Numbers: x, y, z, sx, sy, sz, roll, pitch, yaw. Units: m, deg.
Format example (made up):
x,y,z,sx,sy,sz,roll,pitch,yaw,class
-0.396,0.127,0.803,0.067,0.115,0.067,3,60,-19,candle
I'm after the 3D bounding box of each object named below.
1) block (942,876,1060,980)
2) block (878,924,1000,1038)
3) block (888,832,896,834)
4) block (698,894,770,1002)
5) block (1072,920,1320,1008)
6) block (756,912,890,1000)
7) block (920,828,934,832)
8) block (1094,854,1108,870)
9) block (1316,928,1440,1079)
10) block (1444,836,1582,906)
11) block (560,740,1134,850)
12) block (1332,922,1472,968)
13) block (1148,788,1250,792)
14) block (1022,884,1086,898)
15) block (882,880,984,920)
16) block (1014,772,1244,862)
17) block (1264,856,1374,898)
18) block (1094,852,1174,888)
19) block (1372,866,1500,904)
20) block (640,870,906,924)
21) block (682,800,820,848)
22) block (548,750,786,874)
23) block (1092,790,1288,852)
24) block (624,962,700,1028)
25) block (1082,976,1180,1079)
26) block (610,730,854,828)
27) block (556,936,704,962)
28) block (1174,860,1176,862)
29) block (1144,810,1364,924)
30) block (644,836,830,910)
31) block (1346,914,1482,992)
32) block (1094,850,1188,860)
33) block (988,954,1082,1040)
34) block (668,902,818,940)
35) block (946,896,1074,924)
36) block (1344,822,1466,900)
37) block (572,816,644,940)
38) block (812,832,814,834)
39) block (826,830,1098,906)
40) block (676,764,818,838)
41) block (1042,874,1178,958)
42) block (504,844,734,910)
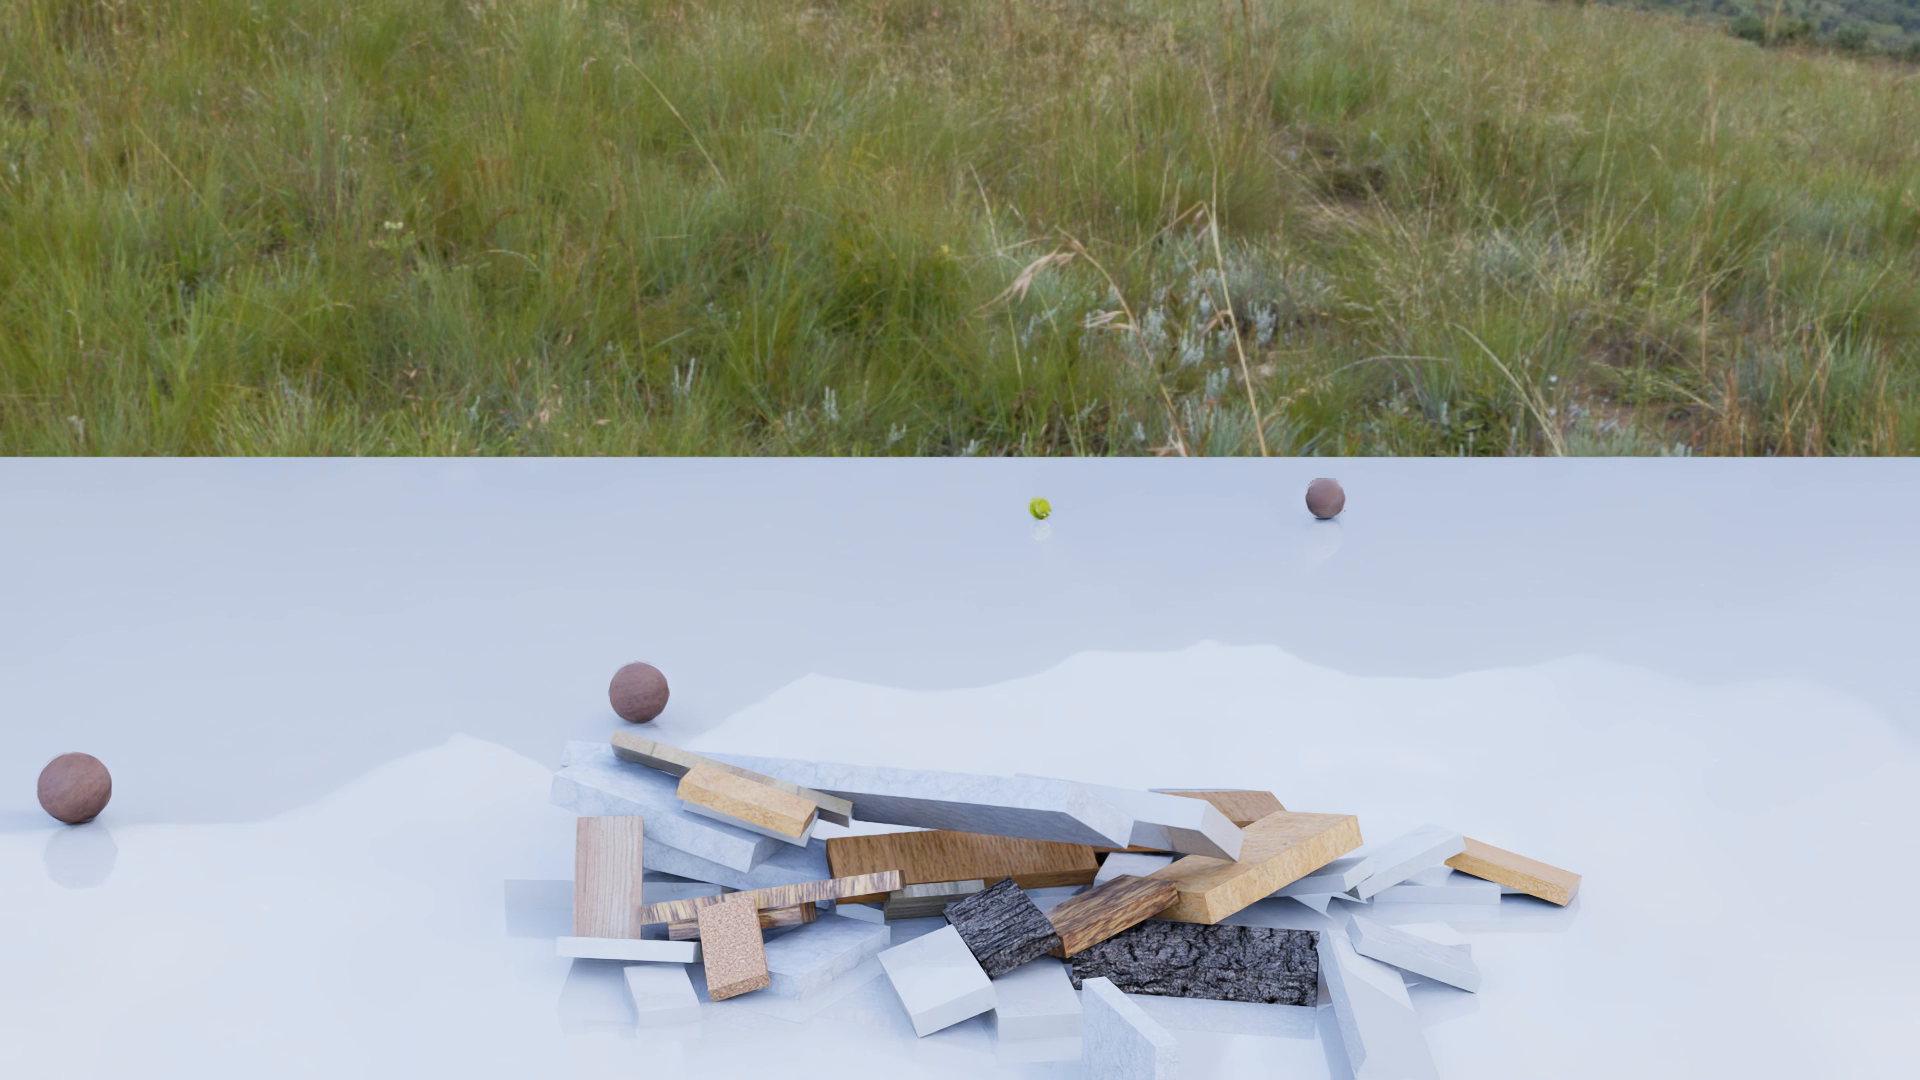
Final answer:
x,y,z,sx,sy,sz,roll,pitch,yaw,class
0.060,0.583,3.315,0.118,0.034,0.237,-25,14,-9,block
-0.035,0.640,3.207,0.123,0.035,0.246,-20,14,-9,block
-0.024,0.525,3.702,0.184,0.026,0.092,0,24,-14,block
-0.338,0.606,3.277,0.087,0.025,0.175,-17,35,-2,block
0.358,0.632,3.307,0.356,0.050,0.178,2,11,10,block
-0.224,0.631,3.350,0.123,0.035,0.247,6,12,30,block
0.007,0.542,3.735,0.092,0.026,0.184,-4,26,-23,block
0.203,0.548,3.818,0.101,0.029,0.202,-3,11,-14,block
0.580,0.662,3.058,0.117,0.033,0.464,27,11,-2,block
0.923,0.551,3.671,0.206,0.029,0.103,17,12,25,block
-0.234,0.423,3.722,1.184,0.048,0.169,-1,-25,41,block
0.675,0.627,3.395,0.198,0.028,0.099,-2,11,-13,block
0.456,0.478,4.087,0.190,0.027,0.095,3,-4,-20,block
0.098,0.537,3.651,0.229,0.022,0.077,31,39,32,block
-0.042,0.579,3.535,0.154,0.077,0.022,-2,55,-12,block
0.264,0.441,3.505,0.337,0.048,0.169,5,-21,31,block
0.570,0.556,3.618,0.198,0.028,0.099,-12,3,38,block
0.289,0.554,3.646,0.101,0.029,0.202,12,12,12,block
0.788,0.575,3.669,0.206,0.029,0.103,1,11,3,block
-0.291,0.560,3.450,0.407,0.030,0.104,-8,-9,3,block
-0.340,0.441,3.592,0.209,0.030,0.104,17,12,2,block
-0.475,0.444,3.618,0.357,0.051,0.179,17,11,12,block
0.377,0.484,3.791,0.363,0.050,0.178,0,10,-6,block
-0.436,0.663,3.210,0.087,0.025,0.175,-3,11,-16,block
0.222,0.674,2.891,0.034,0.118,0.237,-4,11,-19,block
-0.379,0.399,3.669,0.414,0.025,0.087,16,-20,4,block
-0.495,0.620,3.330,0.210,0.030,0.105,1,-10,7,block
0.376,0.547,3.820,0.202,0.029,0.101,1,11,3,block
0.461,0.523,3.538,0.356,0.050,0.178,-19,8,-37,block
-0.386,0.516,3.643,0.357,0.051,0.179,14,11,-5,block
0.676,0.616,3.282,0.190,0.027,0.095,19,10,-4,block
0.335,0.522,3.807,0.190,0.027,0.095,2,11,13,block
0.099,0.660,3.199,0.123,0.035,0.246,-1,11,-7,block
-0.335,0.589,3.404,0.209,0.030,0.104,-9,-9,8,block
0.107,0.606,3.489,0.241,0.034,0.121,-2,11,-9,block
0.724,0.533,3.652,0.206,0.029,0.103,-22,10,-15,block
-0.553,0.538,3.465,0.105,0.210,0.030,-1,-31,-5,block
-0.350,0.505,3.994,0.169,0.048,0.337,0,11,0,block
0.003,0.526,3.602,0.431,0.034,0.121,-3,35,-12,block
-0.342,0.419,3.543,0.210,0.030,0.105,18,12,5,block
0.208,0.573,3.366,0.237,0.034,0.118,-18,10,-37,block
-0.560,0.564,3.670,0.357,0.051,0.179,1,11,4,block
